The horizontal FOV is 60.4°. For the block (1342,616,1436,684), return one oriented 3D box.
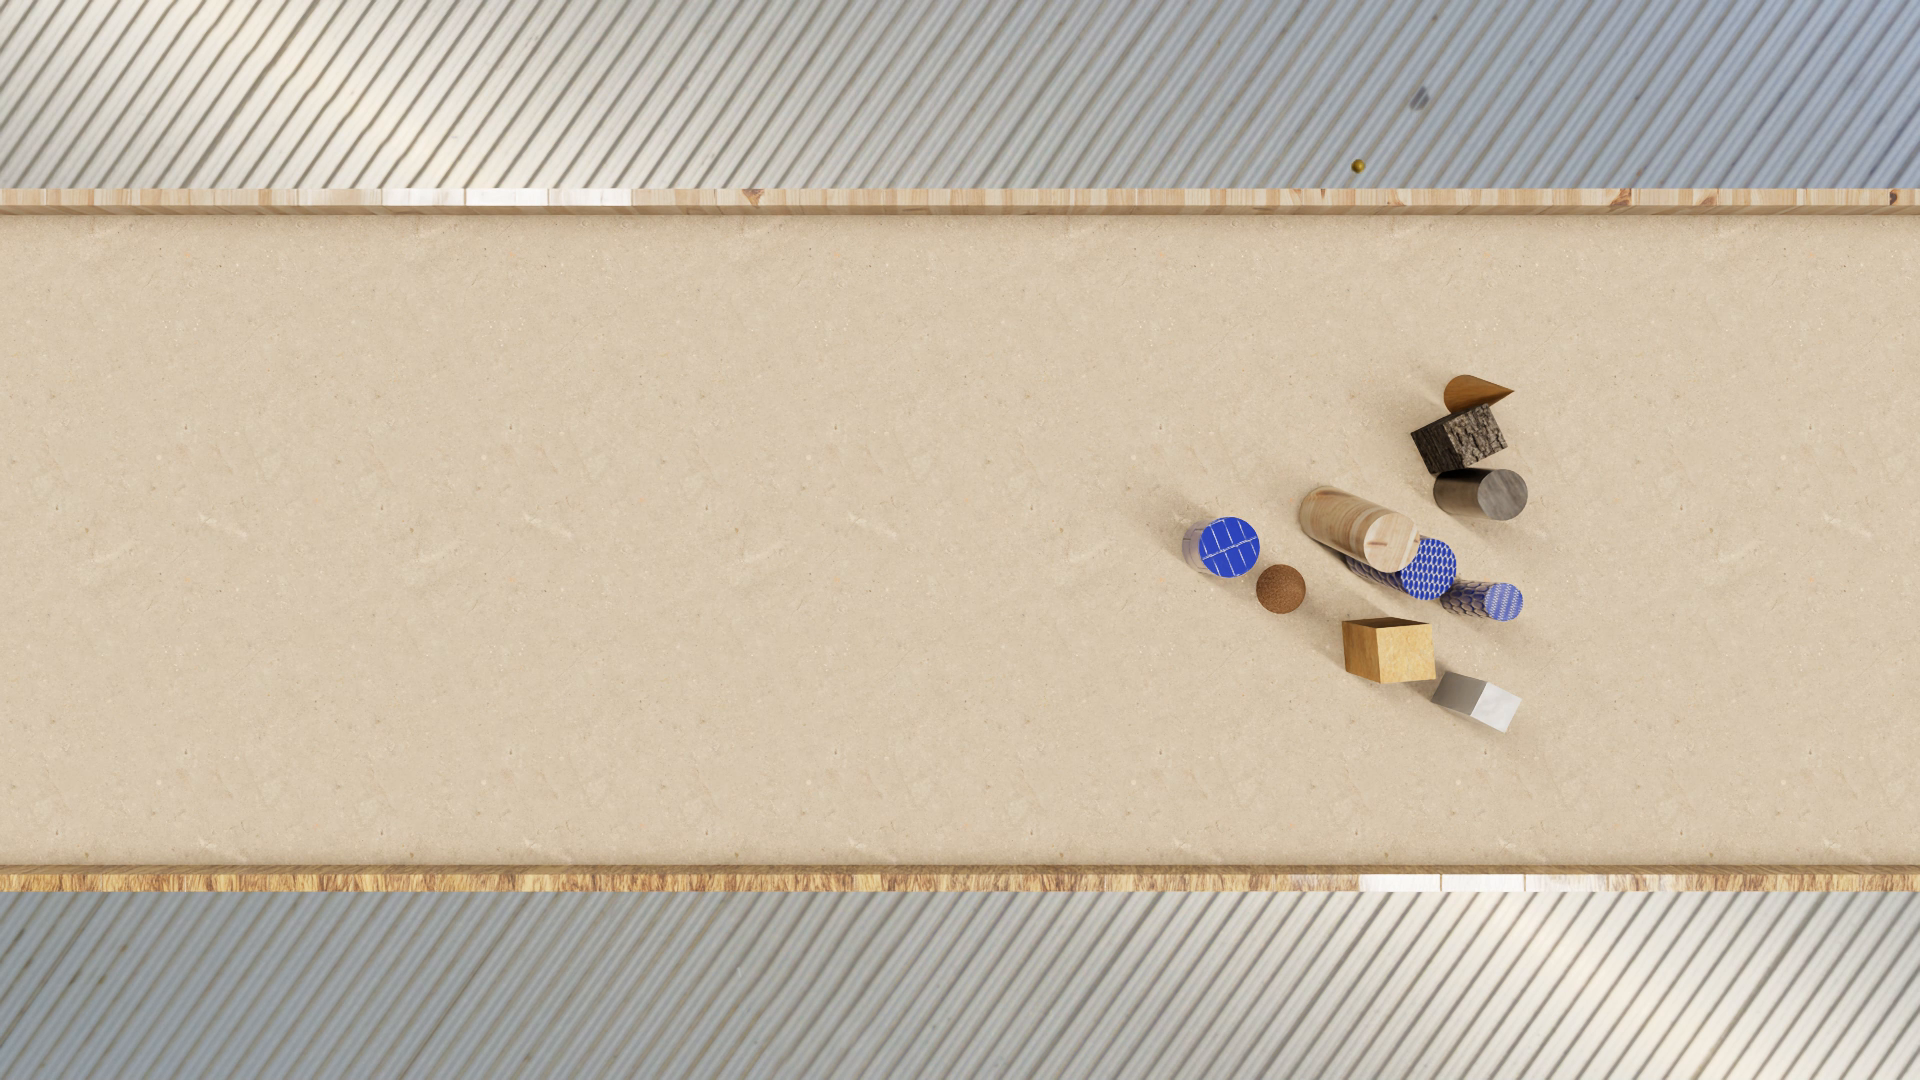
[{"bbox_3d":[1.258,0.321,4.864,0.156,0.424,0.156,-5,90,0],"label":"block"}]

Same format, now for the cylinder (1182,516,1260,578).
[{"bbox_3d":[0.769,0.020,4.892,0.174,0.369,0.174,0,90,0],"label":"cylinder"}]

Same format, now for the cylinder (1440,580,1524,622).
[{"bbox_3d":[1.531,0.175,4.858,0.108,0.436,0.108,0,90,0],"label":"cylinder"}]

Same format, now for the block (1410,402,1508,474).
[{"bbox_3d":[1.478,-0.298,4.900,0.140,0.351,0.140,-26,89,0],"label":"block"}]

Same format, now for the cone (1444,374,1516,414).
[{"bbox_3d":[1.555,-0.430,4.846,0.134,0.454,0.134,0,93,0],"label":"cone"}]

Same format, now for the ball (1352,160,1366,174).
[{"bbox_3d":[6.475,-6.077,26.816,0.222,0.222,0.222,0,90,0],"label":"ball"}]

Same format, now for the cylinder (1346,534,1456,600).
[{"bbox_3d":[1.303,0.058,4.891,0.179,0.333,0.179,-3,100,-14],"label":"cylinder"}]

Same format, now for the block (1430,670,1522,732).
[{"bbox_3d":[1.520,0.474,4.875,0.108,0.403,0.108,27,90,0],"label":"block"}]

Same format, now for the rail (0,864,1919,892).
[{"bbox_3d":[-2.247,1.025,5.001,12.000,0.150,0.050,0,90,0],"label":"rail"}]

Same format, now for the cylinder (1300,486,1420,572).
[{"bbox_3d":[1.165,-0.037,4.842,0.171,0.439,0.171,-3,103,-12],"label":"cylinder"}]

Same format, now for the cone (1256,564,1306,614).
[{"bbox_3d":[0.988,0.151,4.919,0.153,0.315,0.153,0,90,0],"label":"cone"}]

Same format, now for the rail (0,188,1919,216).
[{"bbox_3d":[-2.247,-1.025,5.002,12.000,0.150,0.050,0,90,0],"label":"rail"}]

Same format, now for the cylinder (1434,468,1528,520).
[{"bbox_3d":[1.538,-0.140,4.890,0.148,0.362,0.148,0,94,-4],"label":"cylinder"}]
